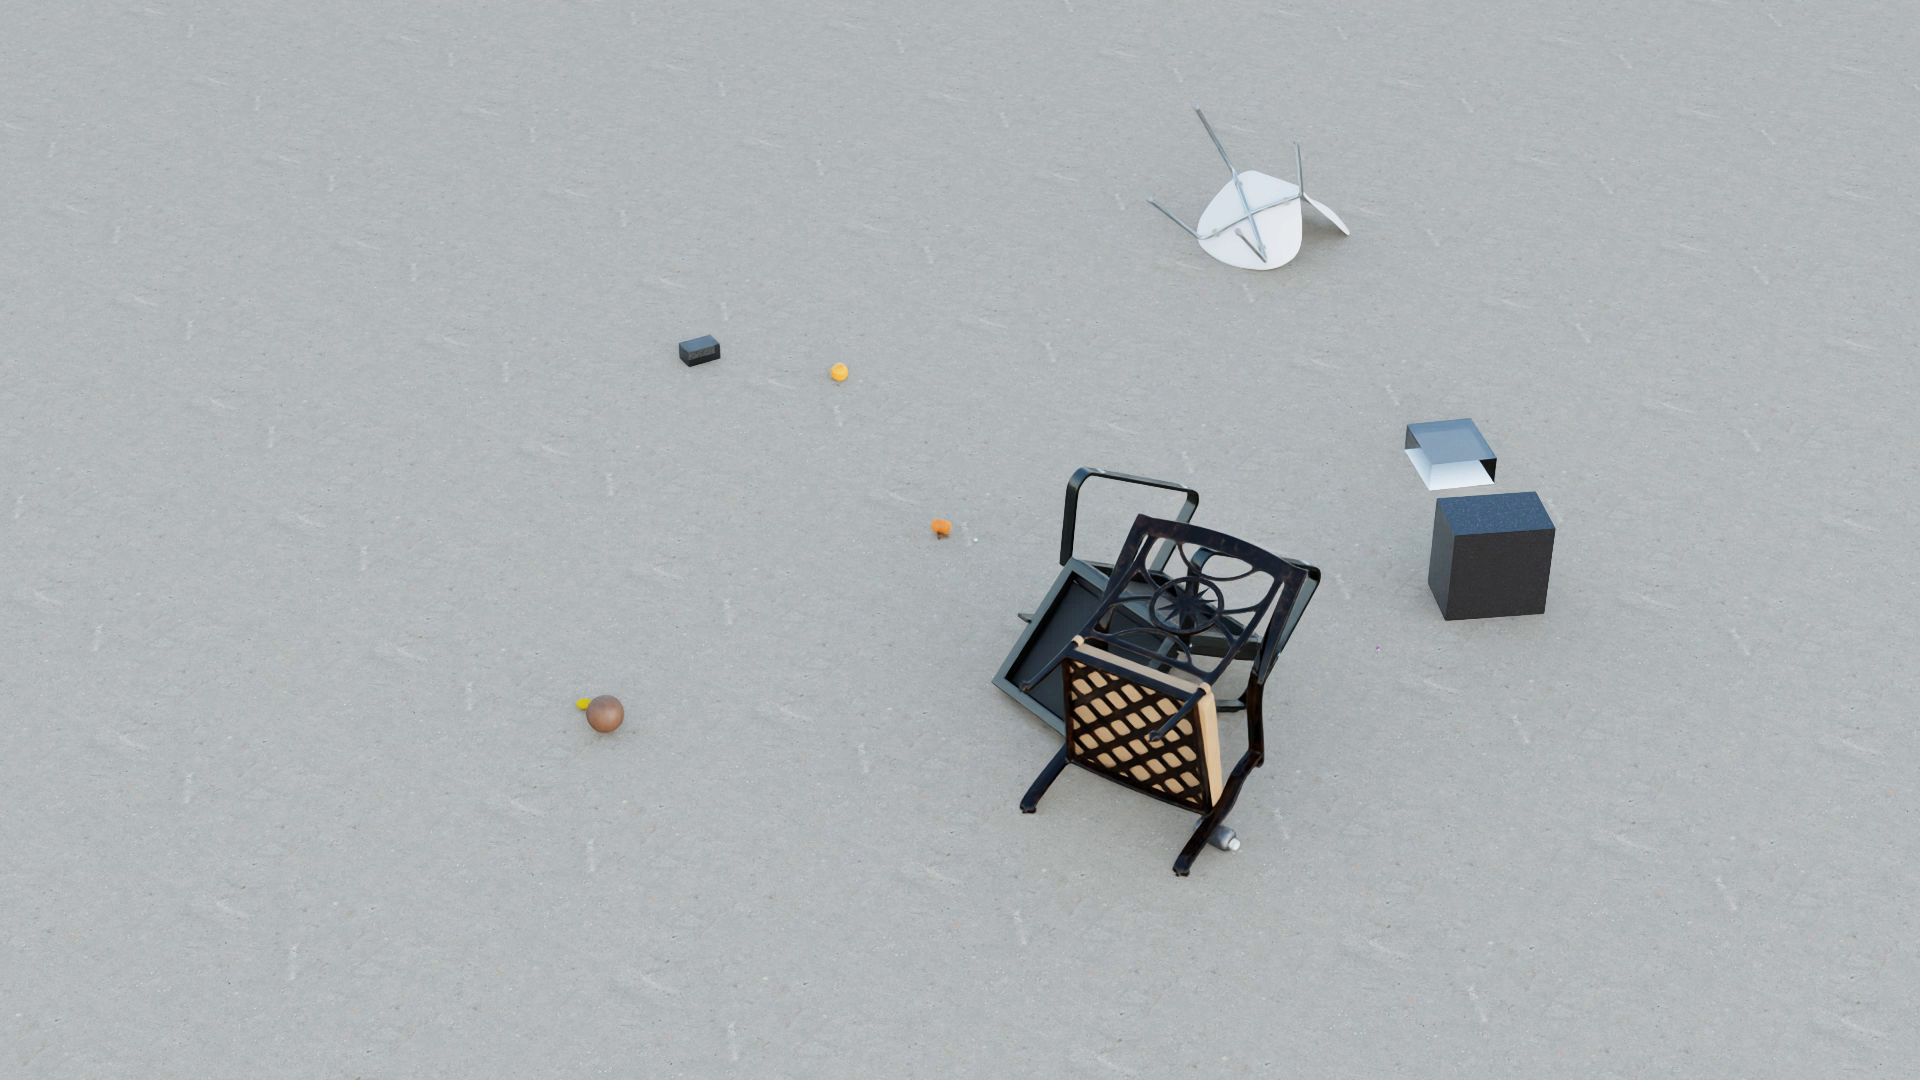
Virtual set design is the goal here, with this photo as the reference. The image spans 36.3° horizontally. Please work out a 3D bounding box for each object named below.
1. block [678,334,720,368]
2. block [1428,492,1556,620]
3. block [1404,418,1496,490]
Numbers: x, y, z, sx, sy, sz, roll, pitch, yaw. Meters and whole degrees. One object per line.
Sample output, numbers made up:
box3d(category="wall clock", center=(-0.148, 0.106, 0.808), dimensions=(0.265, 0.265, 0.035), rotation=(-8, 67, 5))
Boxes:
box3d(category="block", center=(-1.071, -0.778, 12.063), dimensions=(0.144, 0.069, 0.089), rotation=(-18, 37, -25))
box3d(category="block", center=(1.904, 0.058, 10.523), dimensions=(0.365, 0.367, 0.246), rotation=(-4, 34, -6))
box3d(category="block", center=(1.897, -0.334, 11.345), dimensions=(0.260, 0.116, 0.303), rotation=(-6, 34, -9))
